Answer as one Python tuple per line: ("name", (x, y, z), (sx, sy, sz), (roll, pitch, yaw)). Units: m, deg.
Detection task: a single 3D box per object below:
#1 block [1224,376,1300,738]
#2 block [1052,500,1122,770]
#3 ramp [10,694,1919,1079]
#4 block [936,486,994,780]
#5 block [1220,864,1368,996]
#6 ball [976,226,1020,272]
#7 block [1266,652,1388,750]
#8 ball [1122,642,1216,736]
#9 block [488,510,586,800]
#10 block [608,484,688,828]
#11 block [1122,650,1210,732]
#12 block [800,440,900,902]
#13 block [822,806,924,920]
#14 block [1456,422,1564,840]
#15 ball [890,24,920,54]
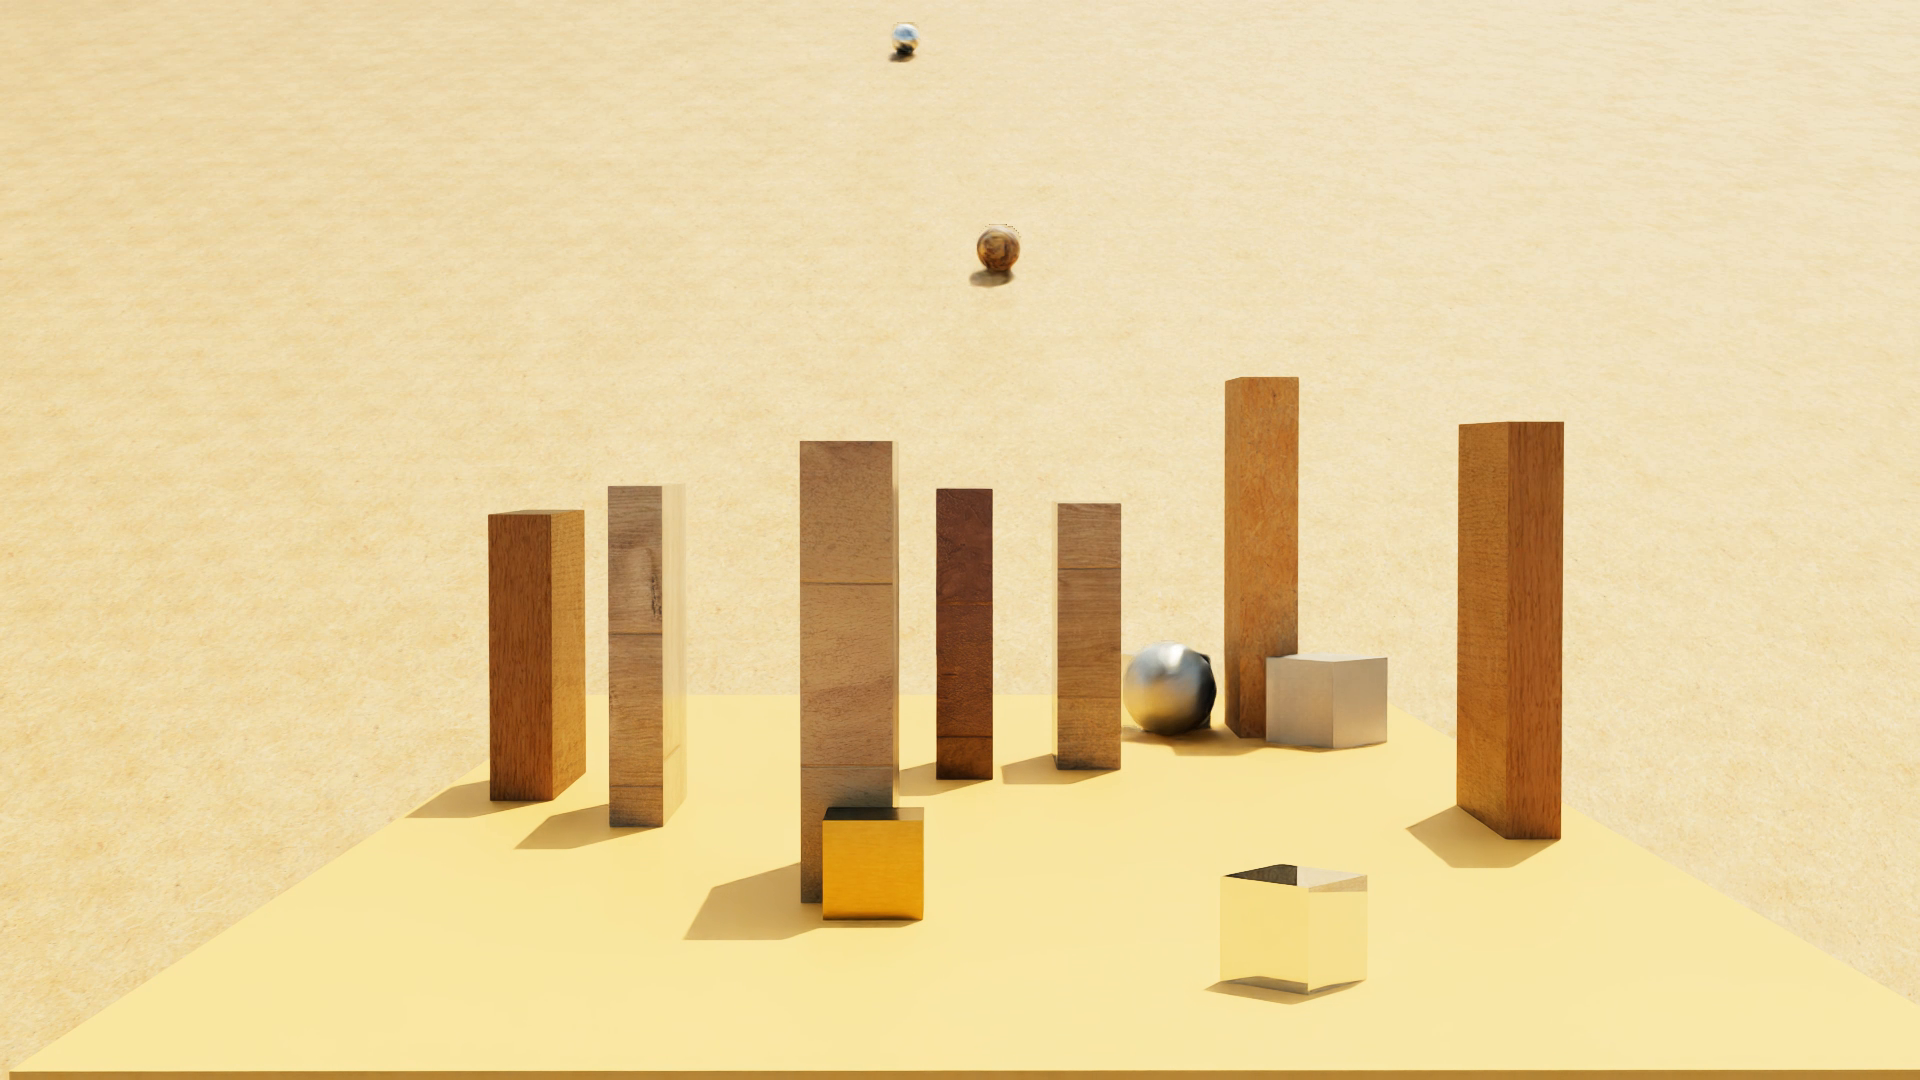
("block", (0.663, 0.033, 5.692), (0.125, 0.776, 0.327), (0, 2, 0))
("block", (0.249, 0.182, 5.118), (0.124, 0.516, 0.285), (0, 2, 0))
("ramp", (0.056, 0.509, 4.552), (2.000, 0.100, 4.000), (0, 2, 0))
("block", (0.008, 0.172, 4.973), (0.107, 0.547, 0.294), (0, 2, 0))
("block", (0.387, 0.449, 2.986), (0.122, 0.122, 0.122), (2, 3, 42))
("ball", (0.146, -1.115, 9.861), (0.171, 0.171, 0.171), (0, 25, 0))
("block", (0.777, 0.338, 5.460), (0.181, 0.181, 0.181), (-2, 3, -43))
("ball", (0.453, 0.324, 5.579), (0.203, 0.203, 0.203), (0, 25, 0))
("block", (-0.774, 0.201, 4.739), (0.111, 0.505, 0.409), (0, 2, 0))
("block", (-0.531, 0.185, 4.398), (0.089, 0.559, 0.371), (0, 2, 0))
("block", (0.449, 0.336, 5.774), (0.165, 0.165, 0.165), (-1, 2, -20))
("block", (-0.154, 0.173, 3.694), (0.126, 0.628, 0.400), (0, 2, 0))
("block", (-0.114, 0.430, 3.437), (0.131, 0.131, 0.131), (0, 2, 0))
("block", (0.908, 0.137, 4.271), (0.088, 0.661, 0.403), (0, 2, 0))
("ball", (-0.275, -2.520, 12.957), (0.149, 0.149, 0.149), (0, 25, 0))
